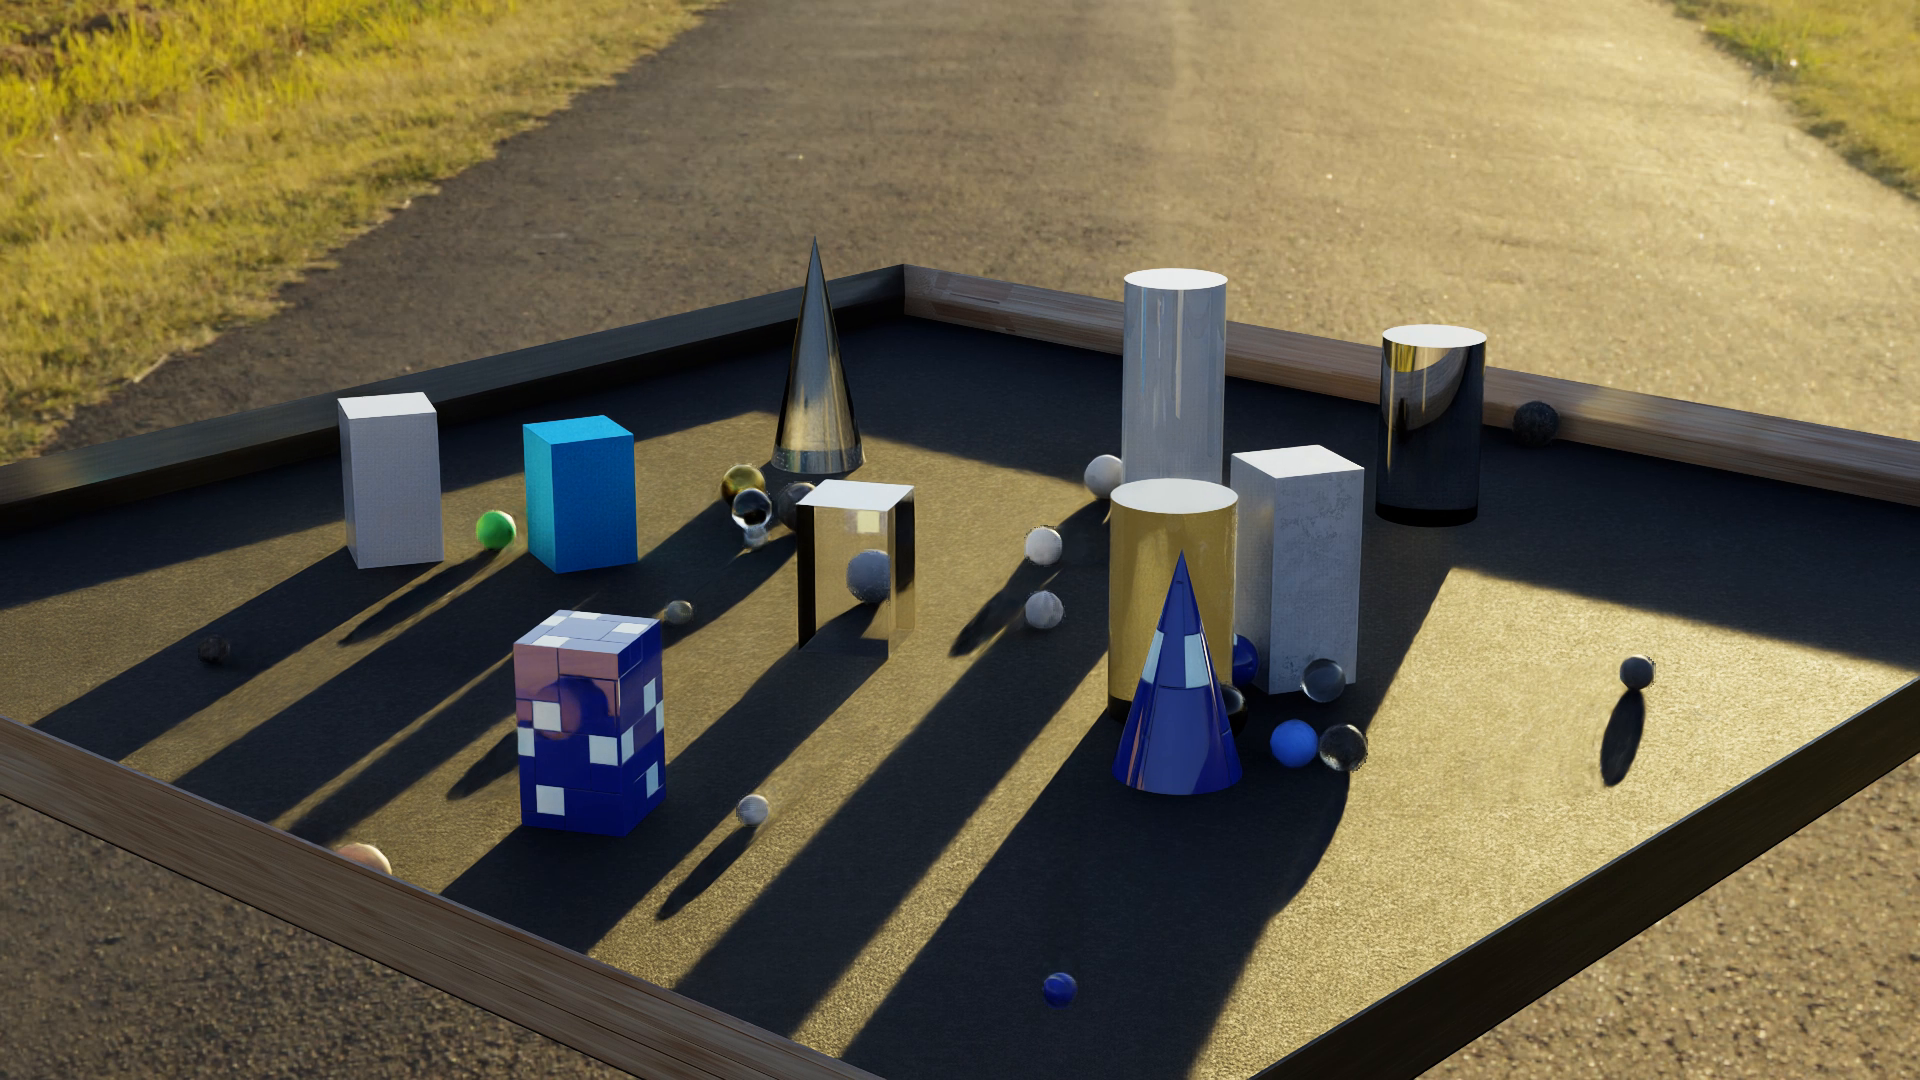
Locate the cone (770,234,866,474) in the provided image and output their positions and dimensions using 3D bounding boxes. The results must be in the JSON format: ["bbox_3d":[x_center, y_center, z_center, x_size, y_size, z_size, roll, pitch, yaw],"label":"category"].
[{"bbox_3d":[-0.289,-0.386,5.910,0.194,0.470,0.194,0,17,0],"label":"cone"}]

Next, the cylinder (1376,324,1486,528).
[{"bbox_3d":[0.893,-0.218,5.567,0.194,0.347,0.194,0,17,0],"label":"cylinder"}]

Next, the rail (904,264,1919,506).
[{"bbox_3d":[1.051,-0.318,6.279,3.195,0.126,0.045,14,22,39],"label":"rail"}]

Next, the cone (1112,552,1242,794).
[{"bbox_3d":[0.320,0.176,4.272,0.194,0.342,0.194,0,17,0],"label":"cone"}]

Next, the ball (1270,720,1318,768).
[{"bbox_3d":[0.494,0.300,4.329,0.071,0.071,0.071,0,17,0],"label":"ball"}]

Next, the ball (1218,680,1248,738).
[{"bbox_3d":[0.386,0.259,4.419,0.097,0.097,0.097,0,17,0],"label":"ball"}]

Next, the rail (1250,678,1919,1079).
[{"bbox_3d":[1.188,0.330,4.132,0.045,0.126,3.253,14,22,39],"label":"rail"}]

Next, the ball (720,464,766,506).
[{"bbox_3d":[-0.416,-0.102,5.632,0.087,0.087,0.087,0,17,0],"label":"ball"}]

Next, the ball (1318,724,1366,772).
[{"bbox_3d":[0.563,0.305,4.313,0.070,0.070,0.070,0,17,0],"label":"ball"}]

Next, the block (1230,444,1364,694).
[{"bbox_3d":[0.532,0.046,4.680,0.155,0.355,0.155,-6,18,-20],"label":"block"}]

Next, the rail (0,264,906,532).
[{"bbox_3d":[-1.188,-0.267,6.108,0.045,0.126,3.253,14,22,39],"label":"rail"}]

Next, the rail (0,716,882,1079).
[{"bbox_3d":[-1.051,0.381,3.962,3.195,0.126,0.045,14,22,39],"label":"rail"}]

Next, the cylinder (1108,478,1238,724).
[{"bbox_3d":[0.326,0.099,4.516,0.194,0.348,0.194,0,17,0],"label":"cylinder"}]

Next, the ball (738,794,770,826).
[{"bbox_3d":[-0.289,0.379,4.114,0.044,0.044,0.044,0,17,0],"label":"ball"}]

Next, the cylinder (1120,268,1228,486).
[{"bbox_3d":[0.406,-0.277,5.586,0.194,0.449,0.194,0,17,0],"label":"cylinder"}]

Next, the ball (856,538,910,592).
[{"bbox_3d":[-0.134,0.045,5.134,0.095,0.095,0.095,0,17,0],"label":"ball"}]

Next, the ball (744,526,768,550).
[{"bbox_3d":[-0.375,-0.004,5.380,0.046,0.046,0.046,0,17,0],"label":"ball"}]

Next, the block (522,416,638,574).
[{"bbox_3d":[-0.687,-0.084,5.310,0.155,0.240,0.155,-8,19,-25],"label":"block"}]

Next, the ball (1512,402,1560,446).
[{"bbox_3d":[1.194,-0.240,6.078,0.095,0.095,0.095,0,17,0],"label":"ball"}]

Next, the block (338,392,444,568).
[{"bbox_3d":[-1.034,-0.110,5.328,0.155,0.278,0.155,-6,18,-18],"label":"block"}]

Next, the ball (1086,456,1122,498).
[{"bbox_3d":[0.286,-0.123,5.705,0.085,0.085,0.085,0,17,0],"label":"ball"}]

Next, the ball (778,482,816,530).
[{"bbox_3d":[-0.296,-0.061,5.490,0.092,0.092,0.092,0,17,0],"label":"ball"}]

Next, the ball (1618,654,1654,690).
[{"bbox_3d":[1.074,0.210,4.653,0.056,0.056,0.056,0,17,0],"label":"ball"}]

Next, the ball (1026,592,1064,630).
[{"bbox_3d":[0.142,0.119,4.941,0.065,0.065,0.065,0,17,0],"label":"ball"}]

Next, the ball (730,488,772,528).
[{"bbox_3d":[-0.391,-0.058,5.503,0.078,0.078,0.078,0,17,0],"label":"ball"}]

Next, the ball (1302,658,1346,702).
[{"bbox_3d":[0.570,0.220,4.598,0.069,0.069,0.069,0,17,0],"label":"ball"}]

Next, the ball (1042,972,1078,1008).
[{"bbox_3d":[0.122,0.546,3.562,0.042,0.042,0.042,0,17,0],"label":"ball"}]

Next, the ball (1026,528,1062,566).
[{"bbox_3d":[0.152,0.011,5.291,0.068,0.068,0.068,0,17,0],"label":"ball"}]

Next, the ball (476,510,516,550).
[{"bbox_3d":[-0.852,-0.018,5.381,0.073,0.073,0.073,0,17,0],"label":"ball"}]

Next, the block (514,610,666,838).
[{"bbox_3d":[-0.519,0.256,4.130,0.155,0.270,0.155,5,17,16],"label":"block"}]

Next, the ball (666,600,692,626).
[{"bbox_3d":[-0.475,0.123,4.962,0.044,0.044,0.044,0,17,0],"label":"ball"}]

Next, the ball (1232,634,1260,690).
[{"bbox_3d":[0.428,0.193,4.647,0.092,0.092,0.092,0,17,0],"label":"ball"}]

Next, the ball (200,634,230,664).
[{"bbox_3d":[-1.214,0.178,4.774,0.048,0.048,0.048,0,17,0],"label":"ball"}]

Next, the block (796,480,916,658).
[{"bbox_3d":[-0.171,0.046,4.856,0.155,0.252,0.155,5,17,15],"label":"block"}]

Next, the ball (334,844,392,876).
[{"bbox_3d":[-0.787,0.441,3.830,0.089,0.089,0.089,0,17,0],"label":"ball"}]
